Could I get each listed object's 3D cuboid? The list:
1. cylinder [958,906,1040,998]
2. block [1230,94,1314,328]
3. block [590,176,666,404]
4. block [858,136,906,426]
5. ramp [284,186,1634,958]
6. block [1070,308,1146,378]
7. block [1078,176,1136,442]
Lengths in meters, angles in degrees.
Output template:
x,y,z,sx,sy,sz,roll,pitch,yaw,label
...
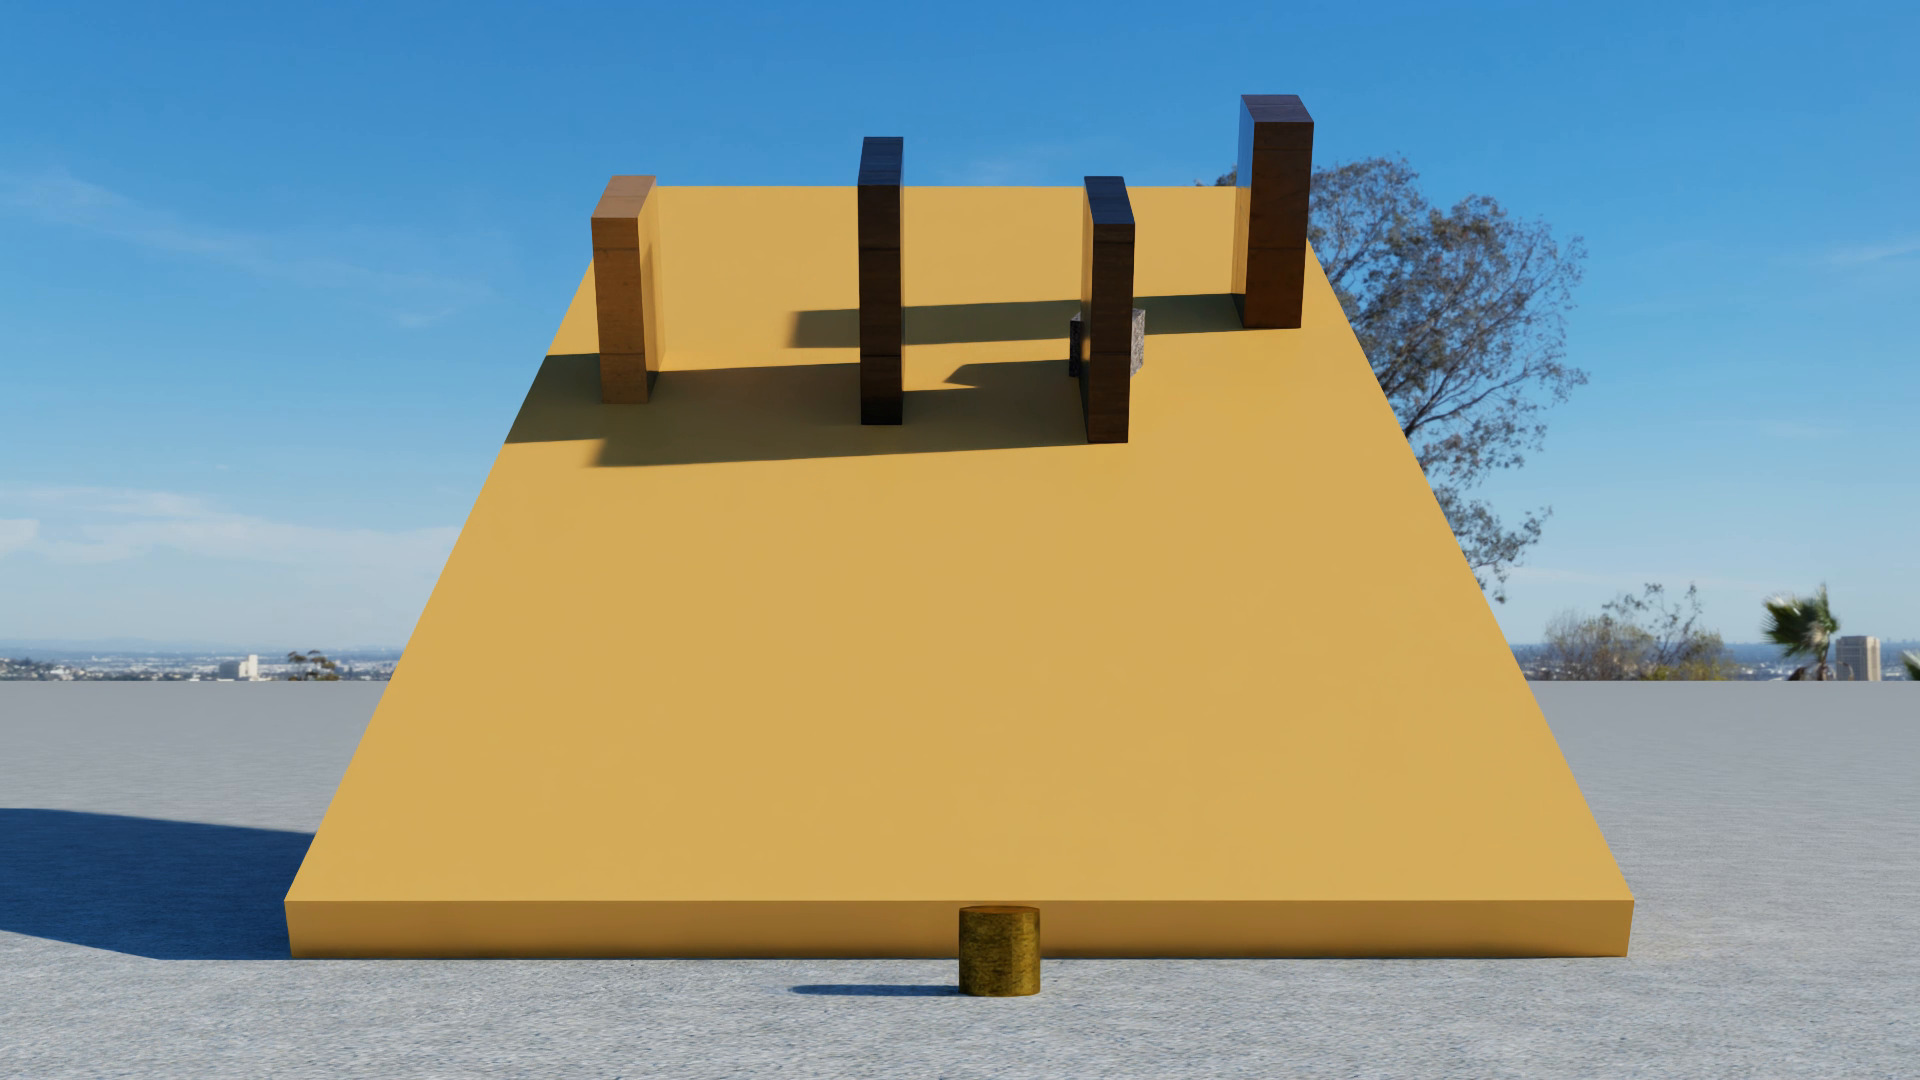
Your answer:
x,y,z,sx,sy,sz,roll,pitch,yaw,label
0.053,0.549,3.108,0.109,0.109,0.109,0,-3,0,cylinder
0.788,-0.834,5.892,0.145,0.528,0.293,0,24,0,block
-0.772,-0.590,5.436,0.104,0.442,0.364,0,24,0,block
-0.177,-0.599,5.320,0.092,0.554,0.427,0,24,0,block
-0.008,-0.228,5.290,2.000,0.100,4.000,0,24,0,ramp
0.351,-0.470,5.543,0.141,0.141,0.141,9,25,19,block
0.327,-0.522,5.216,0.089,0.500,0.389,0,24,0,block
